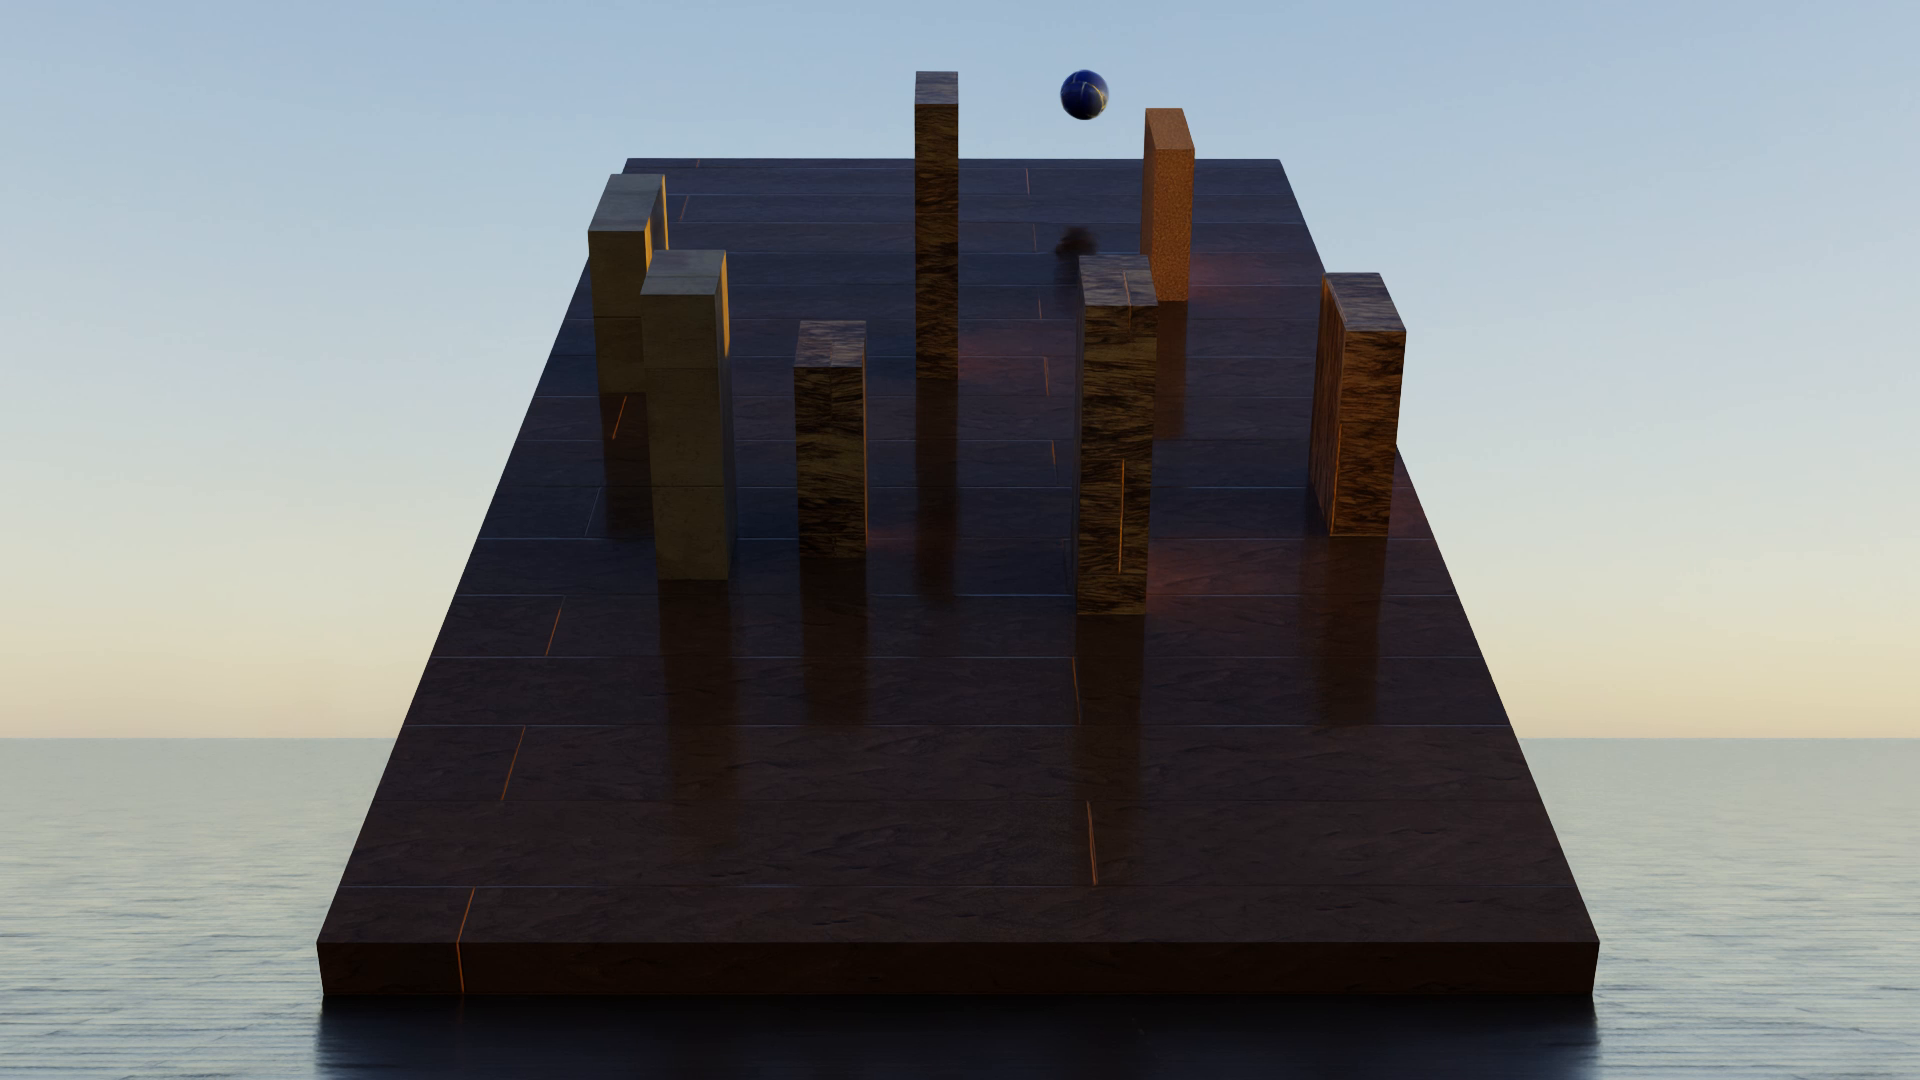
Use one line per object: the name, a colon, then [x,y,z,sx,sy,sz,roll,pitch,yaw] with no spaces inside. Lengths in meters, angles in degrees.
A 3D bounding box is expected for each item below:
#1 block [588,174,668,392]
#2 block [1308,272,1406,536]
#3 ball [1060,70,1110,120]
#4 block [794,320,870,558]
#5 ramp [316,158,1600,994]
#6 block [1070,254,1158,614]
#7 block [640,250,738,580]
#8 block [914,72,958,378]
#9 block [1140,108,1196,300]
block: [-0.793,-0.626,5.723,0.132,0.403,0.423,0,27,0]
block: [0.834,-0.290,5.001,0.121,0.459,0.339,0,27,0]
ball: [0.369,-1.319,7.015,0.147,0.147,0.147,0,-5,0]
block: [-0.262,-0.209,4.875,0.135,0.422,0.249,0,27,0]
ramp: [-0.010,-0.227,5.495,2.000,0.100,4.000,0,27,0]
block: [0.297,-0.204,4.620,0.134,0.646,0.274,0,27,0]
block: [-0.538,-0.249,4.744,0.142,0.611,0.250,0,27,0]
block: [-0.055,-0.753,5.674,0.101,0.679,0.276,0,27,0]
block: [0.545,-0.889,6.248,0.099,0.409,0.365,0,27,0]
